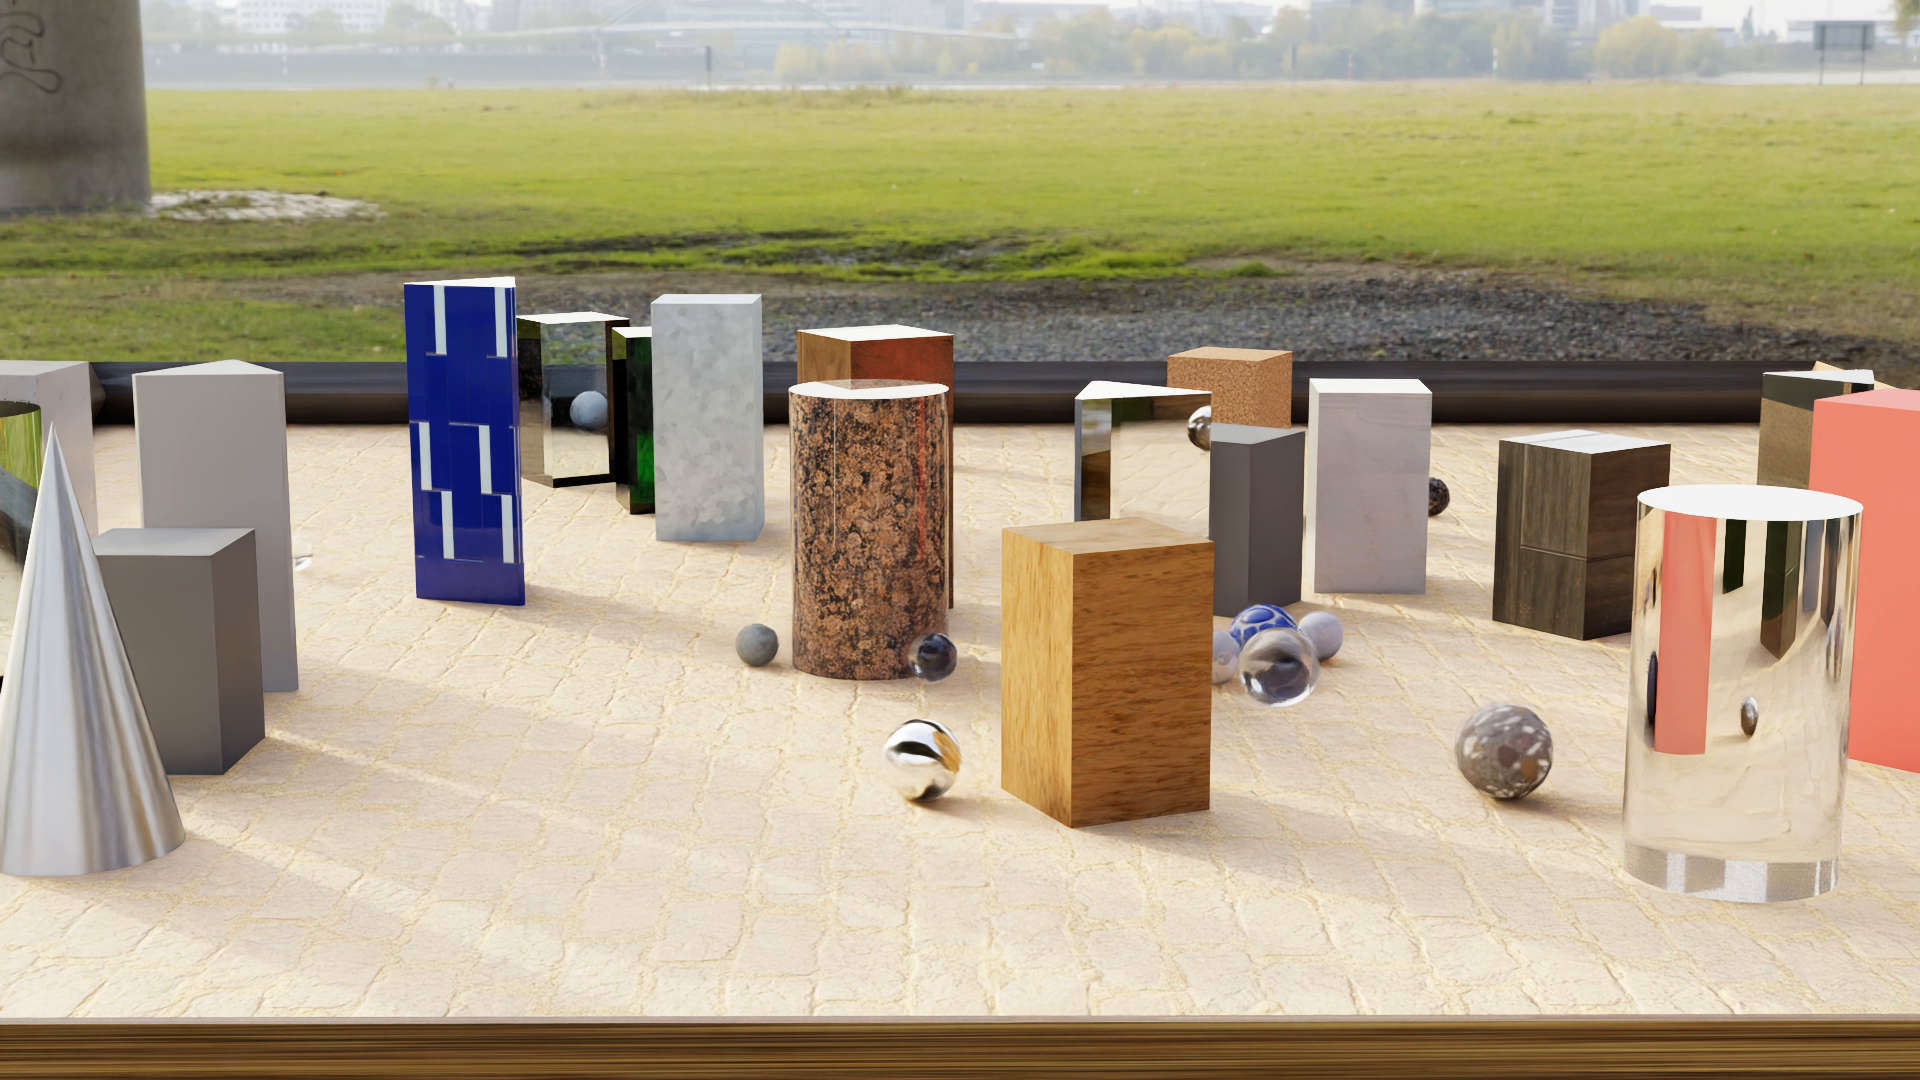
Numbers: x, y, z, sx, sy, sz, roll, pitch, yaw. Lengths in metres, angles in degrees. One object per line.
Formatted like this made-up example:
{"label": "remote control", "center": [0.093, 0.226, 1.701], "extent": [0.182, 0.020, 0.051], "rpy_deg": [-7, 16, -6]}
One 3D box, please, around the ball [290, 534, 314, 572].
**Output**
{"label": "ball", "center": [-0.966, 0.018, 3.724], "extent": [0.055, 0.055, 0.055], "rpy_deg": [0, 11, 0]}

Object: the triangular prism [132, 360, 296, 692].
{"label": "triangular prism", "center": [-0.869, -0.019, 3.049], "extent": [0.167, 0.375, 0.145], "rpy_deg": [-1, 11, -4]}

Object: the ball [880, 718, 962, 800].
{"label": "ball", "center": [-0.038, 0.220, 2.565], "extent": [0.082, 0.082, 0.082], "rpy_deg": [0, 11, 0]}

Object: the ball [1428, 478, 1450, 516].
{"label": "ball", "center": [0.766, -0.071, 4.179], "extent": [0.063, 0.063, 0.063], "rpy_deg": [0, 11, 0]}

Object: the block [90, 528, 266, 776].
{"label": "block", "center": [-0.840, 0.115, 2.716], "extent": [0.154, 0.232, 0.154], "rpy_deg": [0, 11, 1]}

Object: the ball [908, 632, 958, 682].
{"label": "ball", "center": [-0.032, 0.139, 3.058], "extent": [0.059, 0.059, 0.059], "rpy_deg": [0, 11, 0]}

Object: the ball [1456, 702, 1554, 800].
{"label": "ball", "center": [0.546, 0.211, 2.570], "extent": [0.096, 0.096, 0.096], "rpy_deg": [0, 11, 0]}

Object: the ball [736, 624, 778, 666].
{"label": "ball", "center": [-0.248, 0.128, 3.139], "extent": [0.053, 0.053, 0.053], "rpy_deg": [0, 11, 0]}

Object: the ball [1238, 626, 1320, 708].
{"label": "ball", "center": [0.365, 0.145, 2.936], "extent": [0.093, 0.093, 0.093], "rpy_deg": [0, 11, 0]}

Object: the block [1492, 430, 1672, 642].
{"label": "block", "center": [0.813, -0.009, 3.360], "extent": [0.154, 0.242, 0.154], "rpy_deg": [-8, 13, -35]}

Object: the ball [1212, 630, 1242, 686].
{"label": "ball", "center": [0.301, 0.139, 3.042], "extent": [0.066, 0.066, 0.066], "rpy_deg": [0, 11, 0]}

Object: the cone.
{"label": "cone", "center": [-0.832, 0.089, 2.387], "extent": [0.193, 0.404, 0.193], "rpy_deg": [0, 11, 0]}

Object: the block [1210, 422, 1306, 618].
{"label": "block", "center": [0.361, -0.029, 3.484], "extent": [0.154, 0.235, 0.154], "rpy_deg": [7, 13, 34]}

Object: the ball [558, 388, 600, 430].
{"label": "ball", "center": [-0.768, -0.264, 5.168], "extent": [0.082, 0.082, 0.082], "rpy_deg": [0, 11, 0]}

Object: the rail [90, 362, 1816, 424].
{"label": "rail", "center": [-0.010, -0.298, 5.226], "extent": [3.530, 0.125, 0.045], "rpy_deg": [0, 11, 0]}

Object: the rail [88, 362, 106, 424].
{"label": "rail", "center": [-1.741, 0.034, 3.439], "extent": [0.045, 0.125, 3.663], "rpy_deg": [0, 11, 0]}

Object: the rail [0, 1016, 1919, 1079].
{"label": "rail", "center": [0.010, 0.363, 1.672], "extent": [3.530, 0.125, 0.045], "rpy_deg": [0, 11, 0]}

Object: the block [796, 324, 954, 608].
{"label": "block", "center": [-0.114, -0.095, 3.467], "extent": [0.154, 0.371, 0.154], "rpy_deg": [-6, 12, -30]}

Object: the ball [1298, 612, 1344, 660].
{"label": "ball", "center": [0.444, 0.119, 3.169], "extent": [0.059, 0.059, 0.059], "rpy_deg": [0, 11, 0]}

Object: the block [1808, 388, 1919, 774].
{"label": "block", "center": [1.009, 0.039, 2.730], "extent": [0.154, 0.377, 0.154], "rpy_deg": [-9, 14, -41]}

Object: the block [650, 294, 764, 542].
{"label": "block", "center": [-0.392, -0.193, 4.006], "extent": [0.154, 0.367, 0.154], "rpy_deg": [0, 11, 1]}

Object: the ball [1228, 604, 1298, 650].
{"label": "ball", "center": [0.364, 0.120, 3.084], "extent": [0.088, 0.088, 0.088], "rpy_deg": [0, 11, 0]}

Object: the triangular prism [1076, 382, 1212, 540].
{"label": "triangular prism", "center": [0.186, -0.002, 3.014], "extent": [0.167, 0.354, 0.145], "rpy_deg": [-4, 11, -20]}

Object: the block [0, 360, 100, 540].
{"label": "block", "center": [-1.255, -0.064, 3.407], "extent": [0.154, 0.332, 0.154], "rpy_deg": [1, 11, 6]}

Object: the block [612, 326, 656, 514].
{"label": "block", "center": [-0.486, -0.202, 4.259], "extent": [0.154, 0.291, 0.154], "rpy_deg": [-3, 11, -16]}

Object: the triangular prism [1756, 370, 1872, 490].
{"label": "triangular prism", "center": [1.246, -0.089, 3.646], "extent": [0.145, 0.294, 0.167], "rpy_deg": [-9, 14, -41]}

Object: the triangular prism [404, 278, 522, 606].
{"label": "triangular prism", "center": [-0.649, -0.141, 3.545], "extent": [0.167, 0.433, 0.145], "rpy_deg": [4, 11, 19]}

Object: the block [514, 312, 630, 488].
{"label": "block", "center": [-0.685, -0.250, 4.533], "extent": [0.154, 0.286, 0.154], "rpy_deg": [-7, 13, -33]}

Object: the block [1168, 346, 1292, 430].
{"label": "block", "center": [0.436, -0.170, 4.159], "extent": [0.154, 0.265, 0.154], "rpy_deg": [5, 12, 27]}

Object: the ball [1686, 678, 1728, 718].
{"label": "ball", "center": [0.842, 0.178, 2.887], "extent": [0.046, 0.046, 0.046], "rpy_deg": [0, 11, 0]}

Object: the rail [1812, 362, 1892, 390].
{"label": "rail", "center": [1.741, 0.030, 3.459], "extent": [0.045, 0.125, 3.663], "rpy_deg": [0, 11, 0]}

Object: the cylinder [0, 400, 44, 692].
{"label": "cylinder", "center": [-1.172, 0.011, 3.017], "extent": [0.193, 0.328, 0.193], "rpy_deg": [0, 11, 0]}

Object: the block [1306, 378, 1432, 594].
{"label": "block", "center": [0.574, -0.078, 3.621], "extent": [0.154, 0.281, 0.154], "rpy_deg": [1, 11, 3]}

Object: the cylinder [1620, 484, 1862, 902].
{"label": "cylinder", "center": [0.704, 0.133, 2.320], "extent": [0.193, 0.341, 0.193], "rpy_deg": [0, 11, 0]}

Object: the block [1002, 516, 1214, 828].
{"label": "block", "center": [0.144, 0.127, 2.549], "extent": [0.154, 0.269, 0.154], "rpy_deg": [-5, 12, -24]}

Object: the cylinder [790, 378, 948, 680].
{"label": "cylinder", "center": [-0.110, -0.016, 3.130], "extent": [0.193, 0.339, 0.193], "rpy_deg": [0, 11, 0]}
